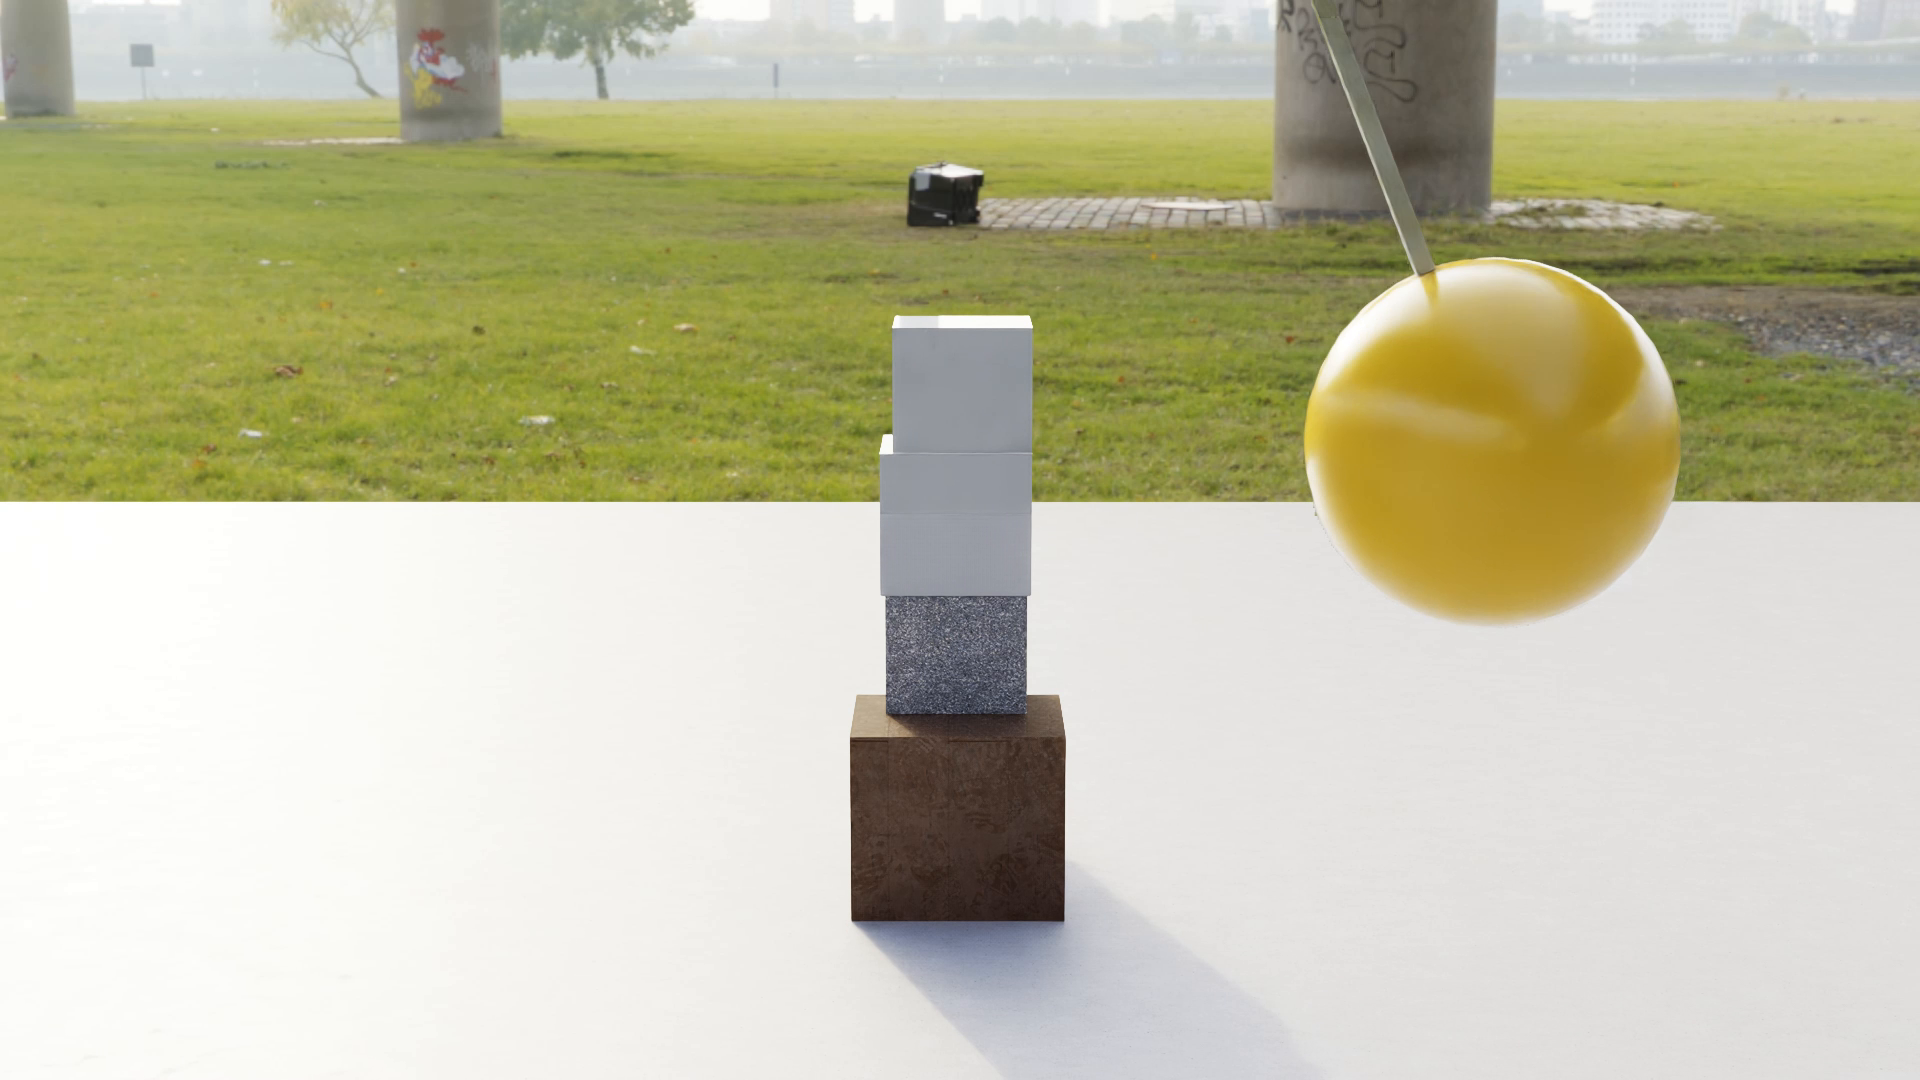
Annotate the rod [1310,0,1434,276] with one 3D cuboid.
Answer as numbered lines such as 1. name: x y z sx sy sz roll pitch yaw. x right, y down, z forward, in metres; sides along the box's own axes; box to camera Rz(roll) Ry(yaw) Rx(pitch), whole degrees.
1. rod: 0.994 -3.511 10.542 0.080 5.200 0.080 -22 10 4

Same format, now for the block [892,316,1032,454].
1. block: 0.010 -0.676 11.057 0.589 0.530 0.531 0 10 0

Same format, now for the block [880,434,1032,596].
1. block: -0.018 -0.114 11.160 0.644 0.612 0.577 0 10 0

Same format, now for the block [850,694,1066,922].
1. block: -0.009 1.142 11.060 0.896 0.797 0.741 0 10 0

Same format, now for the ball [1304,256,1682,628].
1. ball: 2.295 -0.420 11.104 1.600 1.600 1.600 0 10 0

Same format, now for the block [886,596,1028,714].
1. block: -0.016 0.440 11.260 0.605 0.513 0.598 0 10 0
